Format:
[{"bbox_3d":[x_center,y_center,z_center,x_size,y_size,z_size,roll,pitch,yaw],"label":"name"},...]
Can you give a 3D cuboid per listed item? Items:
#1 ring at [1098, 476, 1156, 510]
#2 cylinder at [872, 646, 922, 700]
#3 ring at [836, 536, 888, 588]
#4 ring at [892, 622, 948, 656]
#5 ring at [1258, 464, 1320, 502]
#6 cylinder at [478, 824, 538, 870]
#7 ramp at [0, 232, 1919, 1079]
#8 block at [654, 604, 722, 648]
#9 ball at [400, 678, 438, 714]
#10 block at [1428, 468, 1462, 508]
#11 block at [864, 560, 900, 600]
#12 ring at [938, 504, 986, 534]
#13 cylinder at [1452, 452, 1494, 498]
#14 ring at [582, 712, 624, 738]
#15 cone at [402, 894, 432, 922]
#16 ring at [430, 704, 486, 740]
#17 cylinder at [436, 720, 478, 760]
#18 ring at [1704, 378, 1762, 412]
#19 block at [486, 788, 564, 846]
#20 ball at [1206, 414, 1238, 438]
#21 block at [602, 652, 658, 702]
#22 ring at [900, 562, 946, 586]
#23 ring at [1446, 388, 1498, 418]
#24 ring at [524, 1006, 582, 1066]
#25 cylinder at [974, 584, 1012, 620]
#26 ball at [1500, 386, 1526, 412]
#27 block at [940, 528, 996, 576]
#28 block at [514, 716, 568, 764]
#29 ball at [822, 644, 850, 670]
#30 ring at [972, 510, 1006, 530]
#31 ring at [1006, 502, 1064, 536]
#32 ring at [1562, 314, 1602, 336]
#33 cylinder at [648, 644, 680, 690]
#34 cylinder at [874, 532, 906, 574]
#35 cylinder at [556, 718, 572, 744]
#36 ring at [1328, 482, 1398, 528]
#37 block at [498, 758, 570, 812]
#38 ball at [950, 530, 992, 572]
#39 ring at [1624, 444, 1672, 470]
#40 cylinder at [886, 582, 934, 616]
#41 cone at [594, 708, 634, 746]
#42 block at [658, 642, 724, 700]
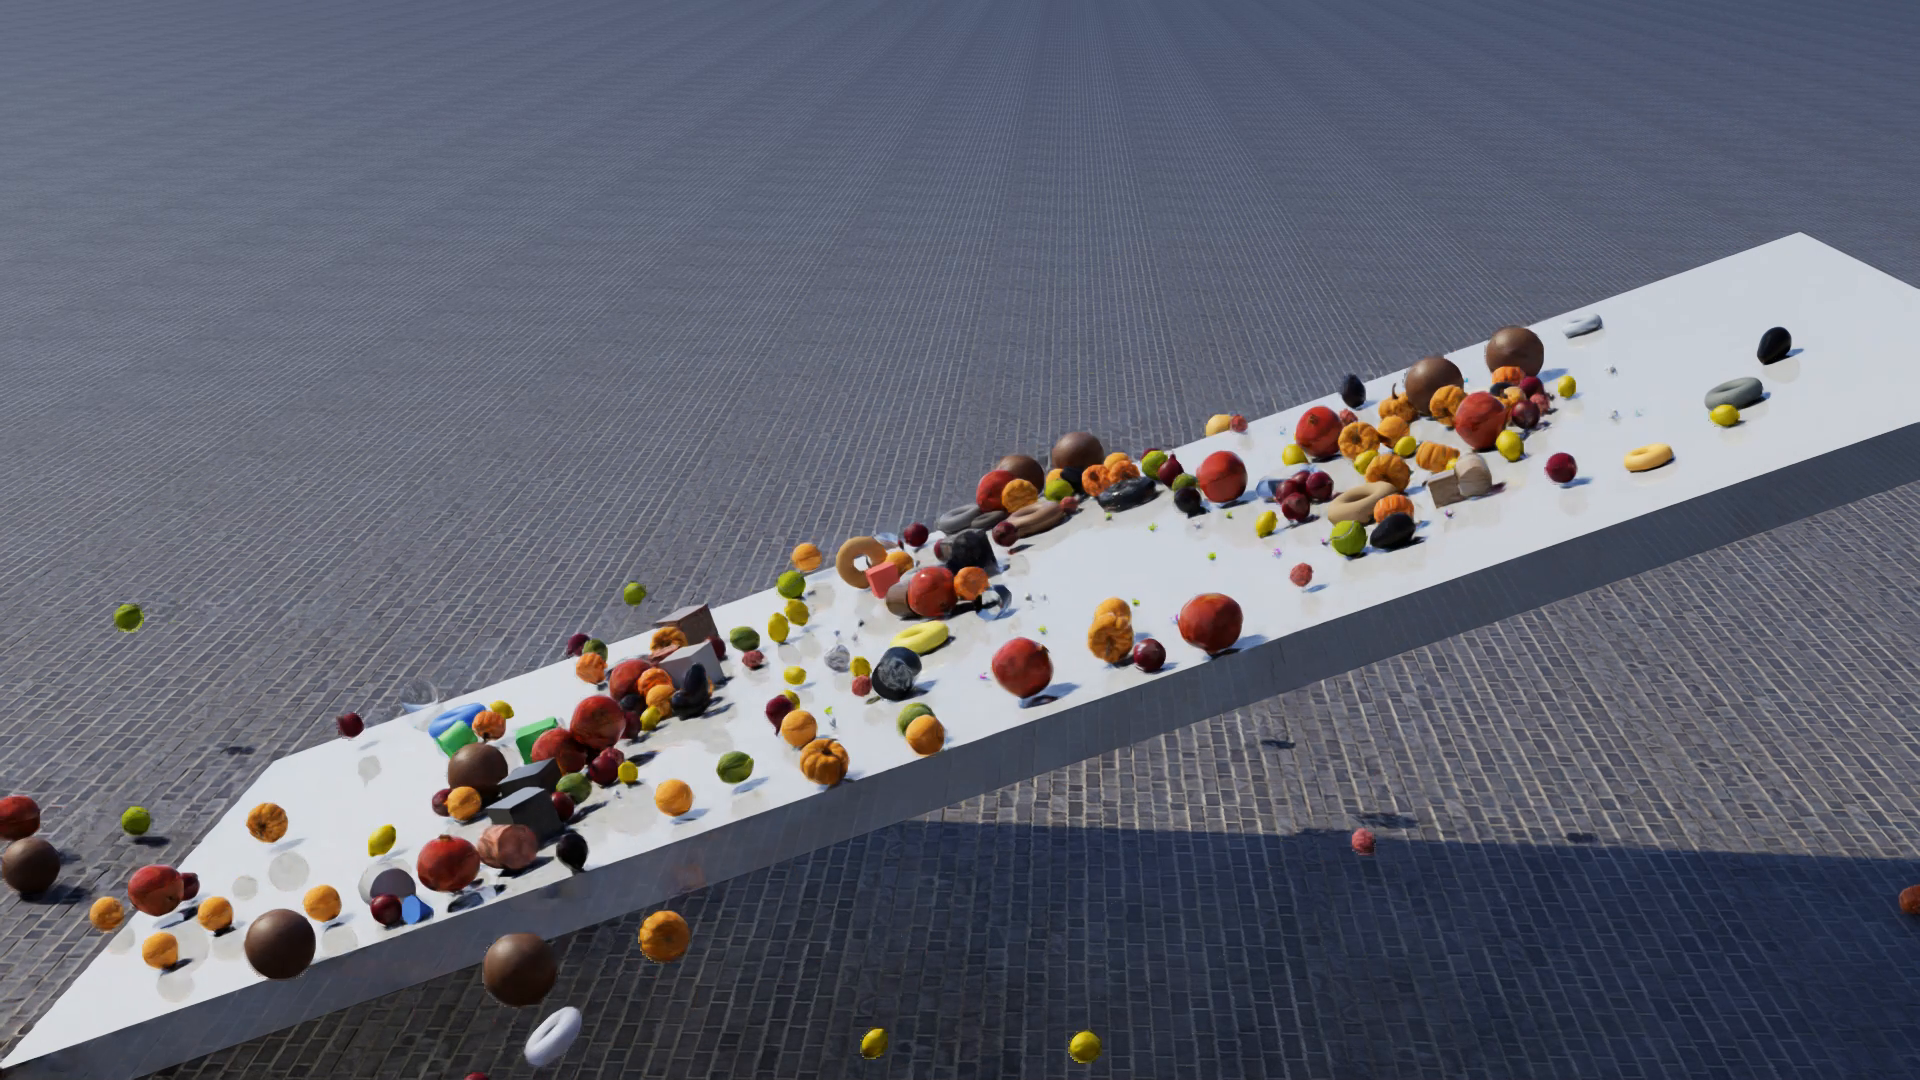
[{"bbox_3d":[0.386,-0.108,6.797,0.139,0.046,0.139,-20,10,4],"label":"ring"},{"bbox_3d":[-0.126,0.264,5.827,0.083,0.083,0.083,3,19,11],"label":"cylinder"},{"bbox_3d":[-0.230,0.052,6.911,0.124,0.124,0.041,0,9,2],"label":"ring"},{"bbox_3d":[-0.084,0.208,6.139,0.127,0.042,0.127,-19,12,4],"label":"ring"},{"bbox_3d":[0.705,-0.123,6.310,0.143,0.048,0.143,-19,12,4],"label":"ring"},{"bbox_3d":[-0.861,0.583,5.597,0.085,0.085,0.085,-9,1,-35],"label":"cylinder"},{"bbox_3d":[0.113,0.178,6.299,4.000,0.100,2.000,-19,11,6],"label":"ramp"},{"bbox_3d":[-0.642,0.217,6.939,0.094,0.094,0.094,-30,15,-40],"label":"block"},{"bbox_3d":[-1.376,0.400,7.486,0.097,0.097,0.097,0,13,0],"label":"ball"},{"bbox_3d":[0.949,-0.101,5.757,0.054,0.054,0.054,-18,11,12],"label":"block"},{"bbox_3d":[-0.175,0.092,6.792,0.062,0.062,0.062,-22,11,-9],"label":"block"},{"bbox_3d":[0.007,-0.053,7.213,0.126,0.042,0.126,-19,12,4],"label":"ring"},{"bbox_3d":[0.999,-0.128,5.726,0.065,0.065,0.065,-2,38,-9],"label":"cylinder"},{"bbox_3d":[-0.781,0.406,6.446,0.097,0.032,0.097,-20,12,4],"label":"ring"},{"bbox_3d":[-1.006,0.692,5.507,0.054,0.054,0.054,12,-2,44],"label":"cone"},{"bbox_3d":[-1.196,0.433,7.008,0.145,0.048,0.145,-20,10,4],"label":"ring"},{"bbox_3d":[-1.135,0.452,6.637,0.066,0.066,0.066,-42,31,-21],"label":"cylinder"},{"bbox_3d":[1.496,-0.281,5.691,0.115,0.038,0.115,-21,10,4],"label":"ring"},{"bbox_3d":[-0.849,0.546,5.747,0.093,0.093,0.093,-28,14,-34],"label":"block"},{"bbox_3d":[0.650,-0.272,7.288,0.083,0.083,0.083,0,13,0],"label":"ball"},{"bbox_3d":[-0.752,0.313,6.719,0.077,0.077,0.077,-13,13,32],"label":"block"},{"bbox_3d":[-0.084,0.082,6.744,0.115,0.038,0.115,-20,10,4],"label":"ring"},{"bbox_3d":[1.121,-0.299,6.431,0.118,0.039,0.118,-20,13,5],"label":"ring"},{"bbox_3d":[-0.742,0.906,5.369,0.128,0.043,0.128,-39,14,12],"label":"ring"},{"bbox_3d":[0.070,0.131,6.182,0.060,0.060,0.060,7,24,27],"label":"cylinder"},{"bbox_3d":[1.182,-0.300,6.284,0.056,0.056,0.056,0,13,0],"label":"ball"},{"bbox_3d":[0.018,0.027,6.711,0.082,0.082,0.082,-25,12,-24],"label":"block"},{"bbox_3d":[-0.901,0.443,6.340,0.087,0.087,0.087,-21,11,-2],"label":"block"},{"bbox_3d":[-0.261,0.248,6.219,0.057,0.057,0.057,0,13,0],"label":"ball"},{"bbox_3d":[0.070,-0.046,7.103,0.087,0.029,0.087,-18,12,4],"label":"ring"},{"bbox_3d":[0.175,-0.050,6.892,0.144,0.048,0.144,-19,12,4],"label":"ring"},{"bbox_3d":[1.444,-0.499,6.832,0.094,0.031,0.094,-19,12,4],"label":"ring"},{"bbox_3d":[-0.660,0.288,6.679,0.077,0.077,0.077,-20,11,4],"label":"cylinder"},{"bbox_3d":[-0.176,0.037,6.978,0.092,0.092,0.092,0,12,-1],"label":"cylinder"},{"bbox_3d":[-0.890,0.427,6.484,0.054,0.054,0.054,-20,11,4],"label":"cylinder"},{"bbox_3d":[0.805,-0.070,5.875,0.149,0.050,0.149,-21,14,6],"label":"ring"},{"bbox_3d":[-0.860,0.508,5.943,0.093,0.093,0.093,-16,12,20],"label":"block"},{"bbox_3d":[0.025,0.026,6.616,0.093,0.093,0.093,0,13,0],"label":"ball"},{"bbox_3d":[1.284,-0.155,5.485,0.092,0.031,0.092,-18,11,4],"label":"ring"},{"bbox_3d":[-0.110,0.130,6.462,0.076,0.076,0.076,-10,2,-37],"label":"cylinder"},{"bbox_3d":[-0.746,0.406,6.370,0.085,0.085,0.085,5,11,-13],"label":"cone"},{"bbox_3d":[-0.595,0.290,6.522,0.090,0.090,0.090,-13,13,31],"label":"block"}]
